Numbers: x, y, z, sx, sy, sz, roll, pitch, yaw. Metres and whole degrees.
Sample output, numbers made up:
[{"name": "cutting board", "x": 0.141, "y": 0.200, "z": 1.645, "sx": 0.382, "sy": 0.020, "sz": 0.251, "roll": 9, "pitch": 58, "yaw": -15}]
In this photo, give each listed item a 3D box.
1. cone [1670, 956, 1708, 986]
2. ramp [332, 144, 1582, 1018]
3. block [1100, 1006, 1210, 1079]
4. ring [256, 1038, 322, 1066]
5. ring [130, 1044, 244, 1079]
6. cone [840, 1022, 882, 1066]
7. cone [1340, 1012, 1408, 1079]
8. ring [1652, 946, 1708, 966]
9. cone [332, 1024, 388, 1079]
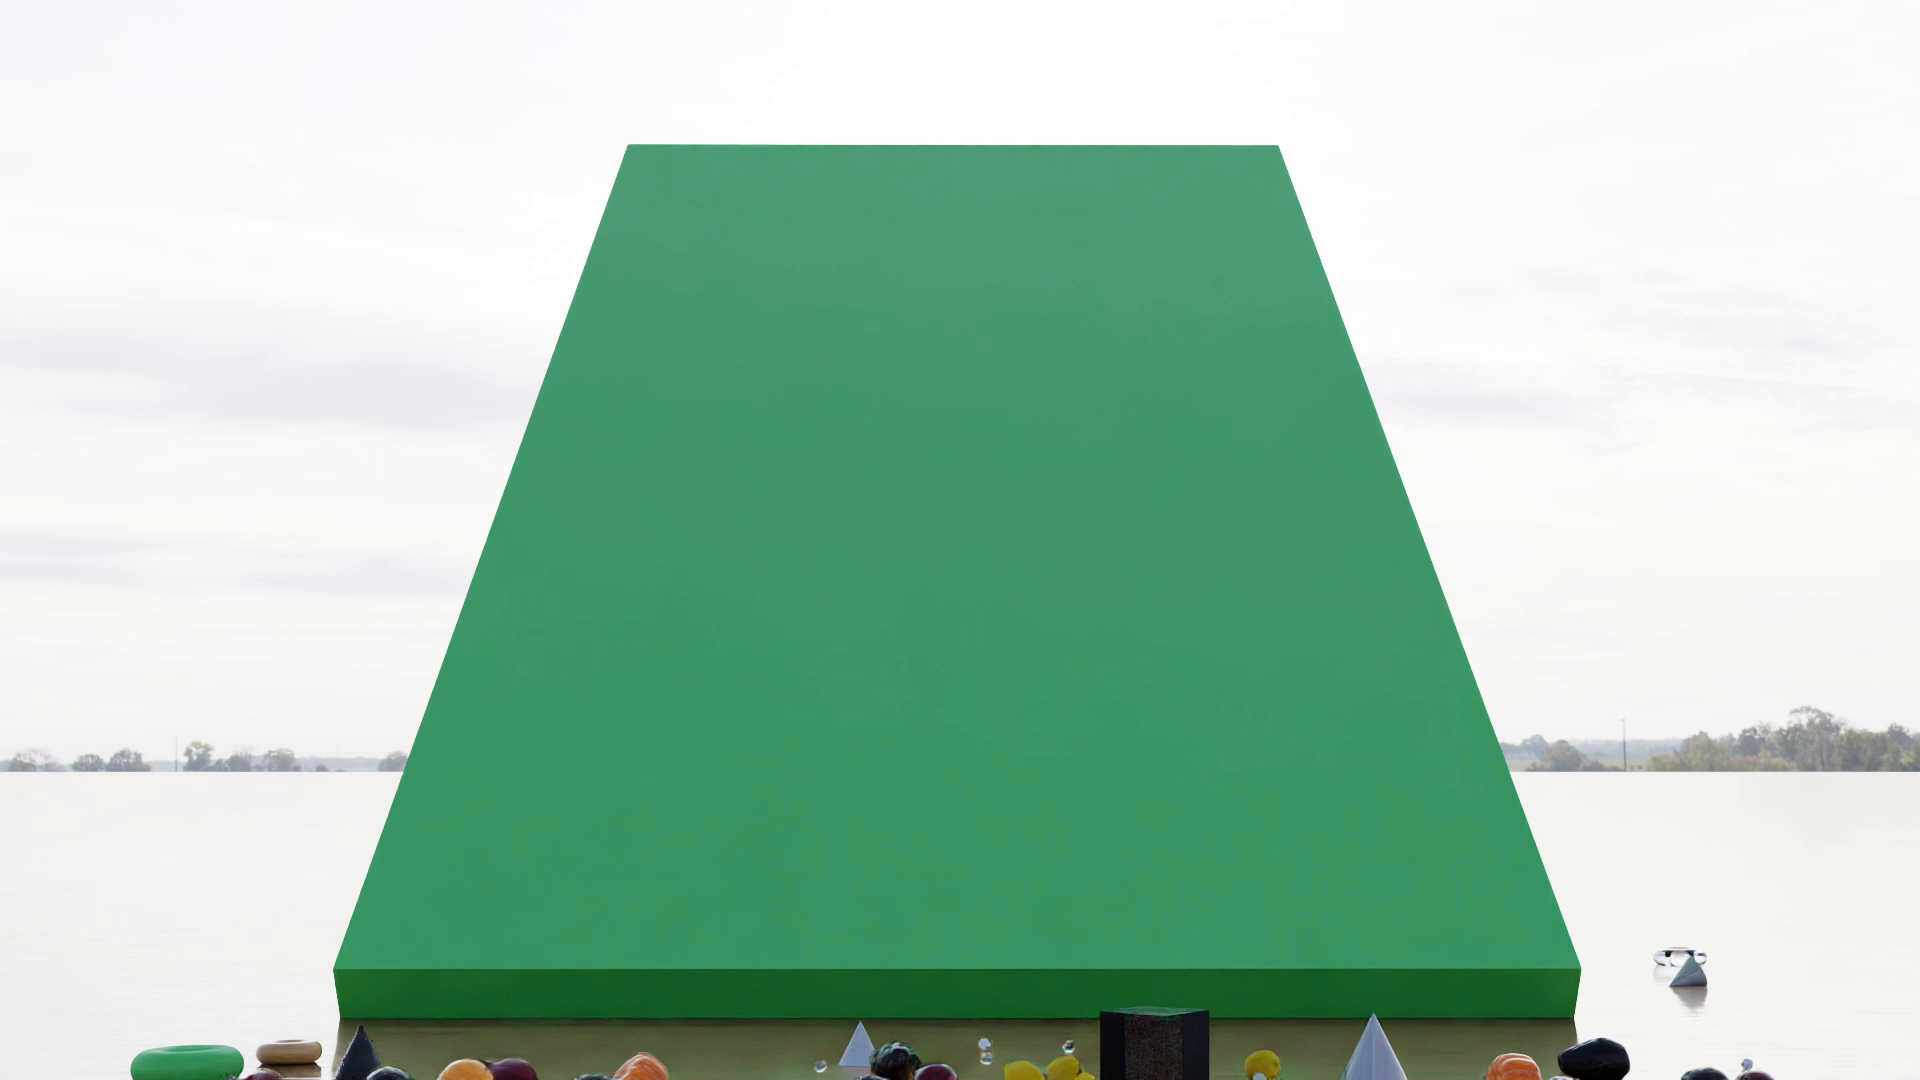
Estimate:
[{"name": "cone", "x": 1.339, "y": 0.812, "z": 4.429, "sx": 0.063, "sy": 0.063, "sz": 0.063, "roll": -26, "pitch": -2, "yaw": -7}, {"name": "ramp", "x": -0.012, "y": -0.221, "z": 5.611, "sx": 2.000, "sy": 0.100, "sz": 4.000, "roll": 0, "pitch": 28, "yaw": 0}, {"name": "block", "x": 0.246, "y": 0.644, "z": 3.016, "sx": 0.099, "sy": 0.099, "sz": 0.099, "roll": -4, "pitch": -7, "yaw": 39}, {"name": "ring", "x": -0.923, "y": 0.704, "z": 3.292, "sx": 0.089, "sy": 0.030, "sz": 0.089, "roll": -1, "pitch": -6, "yaw": 0}, {"name": "ring", "x": -0.990, "y": 0.675, "z": 3.065, "sx": 0.140, "sy": 0.047, "sz": 0.140, "roll": -1, "pitch": -6, "yaw": 0}, {"name": "cone", "x": -0.137, "y": 0.689, "z": 3.282, "sx": 0.059, "sy": 0.059, "sz": 0.059, "roll": 0, "pitch": -5, "yaw": 0}, {"name": "cone", "x": 0.536, "y": 0.656, "z": 3.096, "sx": 0.089, "sy": 0.089, "sz": 0.089, "roll": 0, "pitch": -5, "yaw": 0}, {"name": "ring", "x": 1.474, "y": 0.853, "z": 4.897, "sx": 0.109, "sy": 0.036, "sz": 0.109, "roll": -1, "pitch": -5, "yaw": 0}, {"name": "cone", "x": -0.756, "y": 0.652, "z": 3.016, "sx": 0.082, "sy": 0.082, "sz": 0.082, "roll": 0, "pitch": -5, "yaw": 0}]
